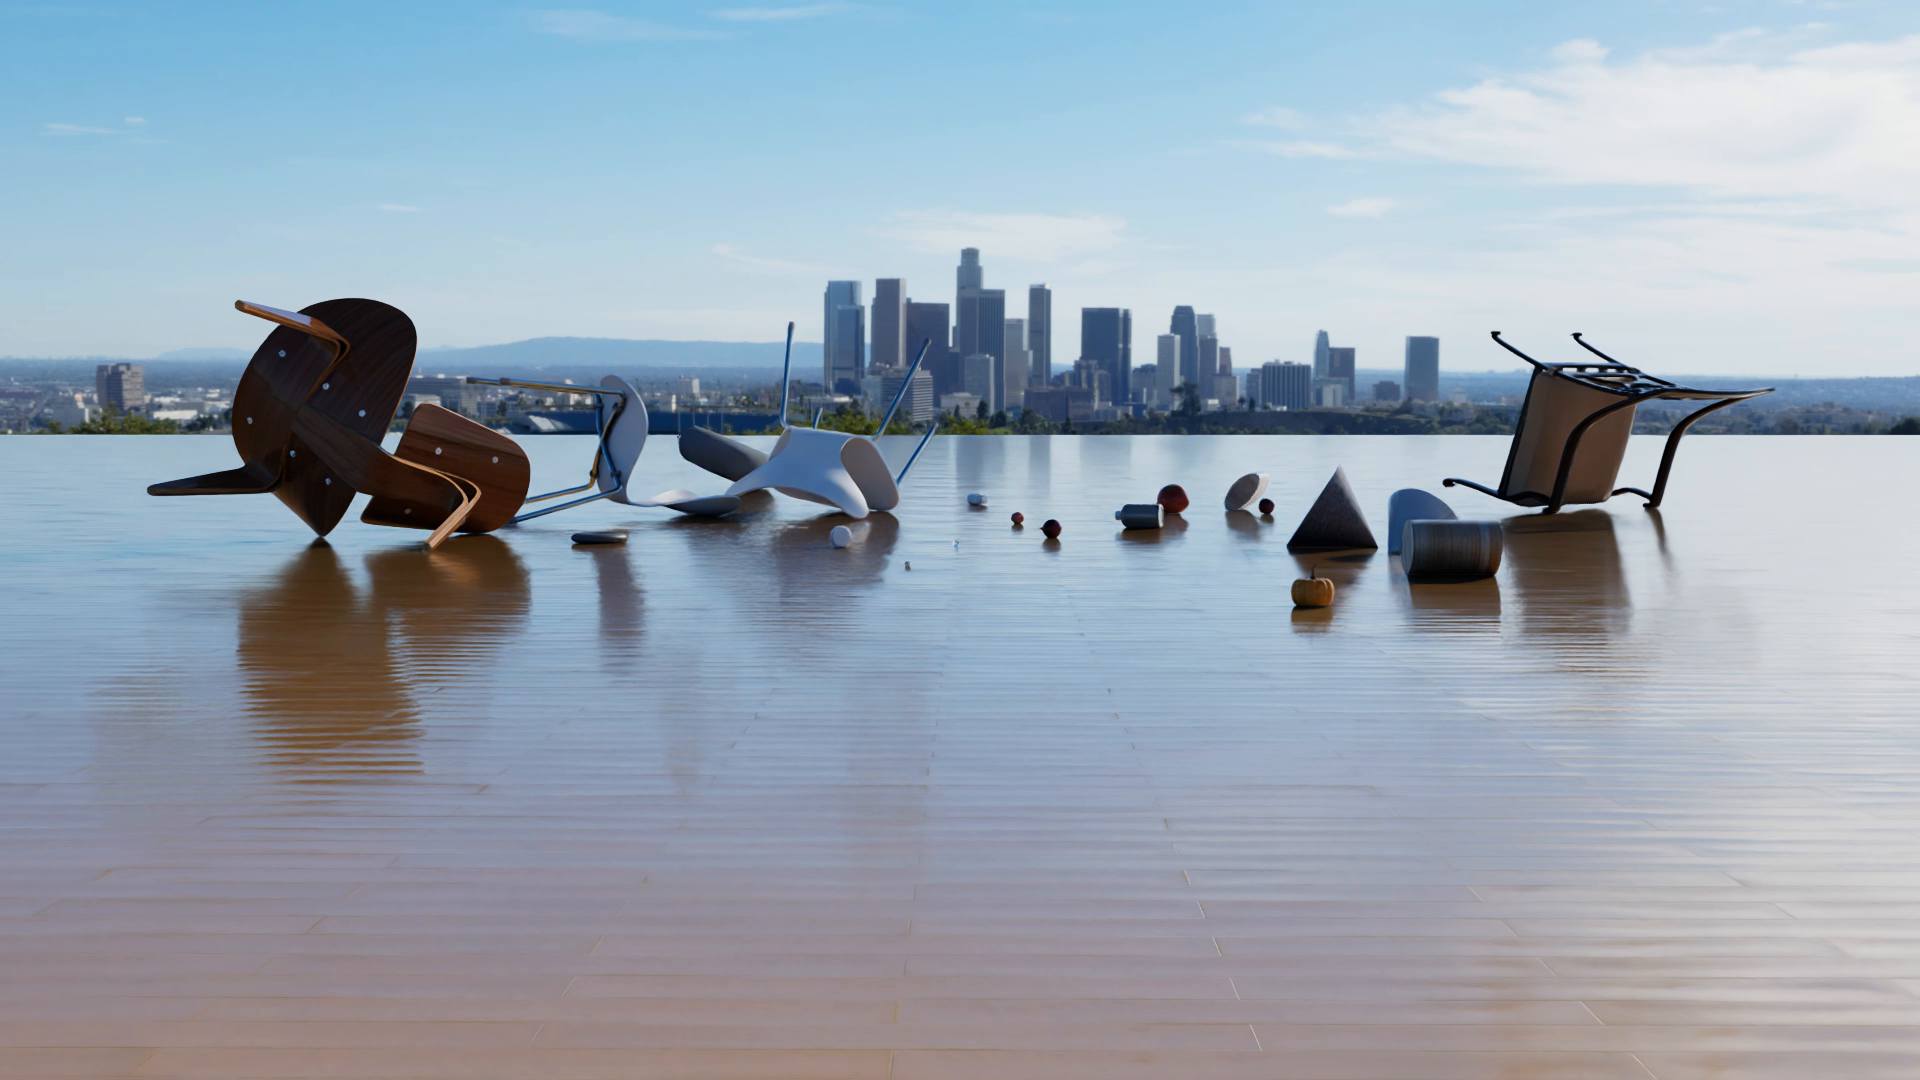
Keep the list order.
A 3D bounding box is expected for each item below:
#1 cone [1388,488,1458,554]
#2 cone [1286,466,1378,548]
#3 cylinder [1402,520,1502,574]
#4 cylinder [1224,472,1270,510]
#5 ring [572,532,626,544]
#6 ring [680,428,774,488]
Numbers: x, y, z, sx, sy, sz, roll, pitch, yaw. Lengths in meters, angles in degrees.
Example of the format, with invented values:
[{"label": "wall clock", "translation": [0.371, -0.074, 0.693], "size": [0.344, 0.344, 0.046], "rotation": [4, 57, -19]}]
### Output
[{"label": "cone", "translation": [1.219, -0.007, 6.005], "size": [0.170, 0.208, 0.252], "rotation": [-39, 27, -28]}, {"label": "cone", "translation": [1.094, -0.038, 6.237], "size": [0.219, 0.273, 0.314], "rotation": [33, -12, 7]}, {"label": "cylinder", "translation": [1.187, 0.017, 5.316], "size": [0.211, 0.129, 0.168], "rotation": [0, -16, 1]}, {"label": "cylinder", "translation": [1.067, -0.183, 8.190], "size": [0.083, 0.176, 0.151], "rotation": [46, 18, 13]}, {"label": "ring", "translation": [-1.057, -0.007, 6.441], "size": [0.171, 0.029, 0.130], "rotation": [-3, 5, -39]}, {"label": "ring", "translation": [-1.043, -0.368, 9.857], "size": [0.484, 0.165, 0.405], "rotation": [22, 2, -44]}]
